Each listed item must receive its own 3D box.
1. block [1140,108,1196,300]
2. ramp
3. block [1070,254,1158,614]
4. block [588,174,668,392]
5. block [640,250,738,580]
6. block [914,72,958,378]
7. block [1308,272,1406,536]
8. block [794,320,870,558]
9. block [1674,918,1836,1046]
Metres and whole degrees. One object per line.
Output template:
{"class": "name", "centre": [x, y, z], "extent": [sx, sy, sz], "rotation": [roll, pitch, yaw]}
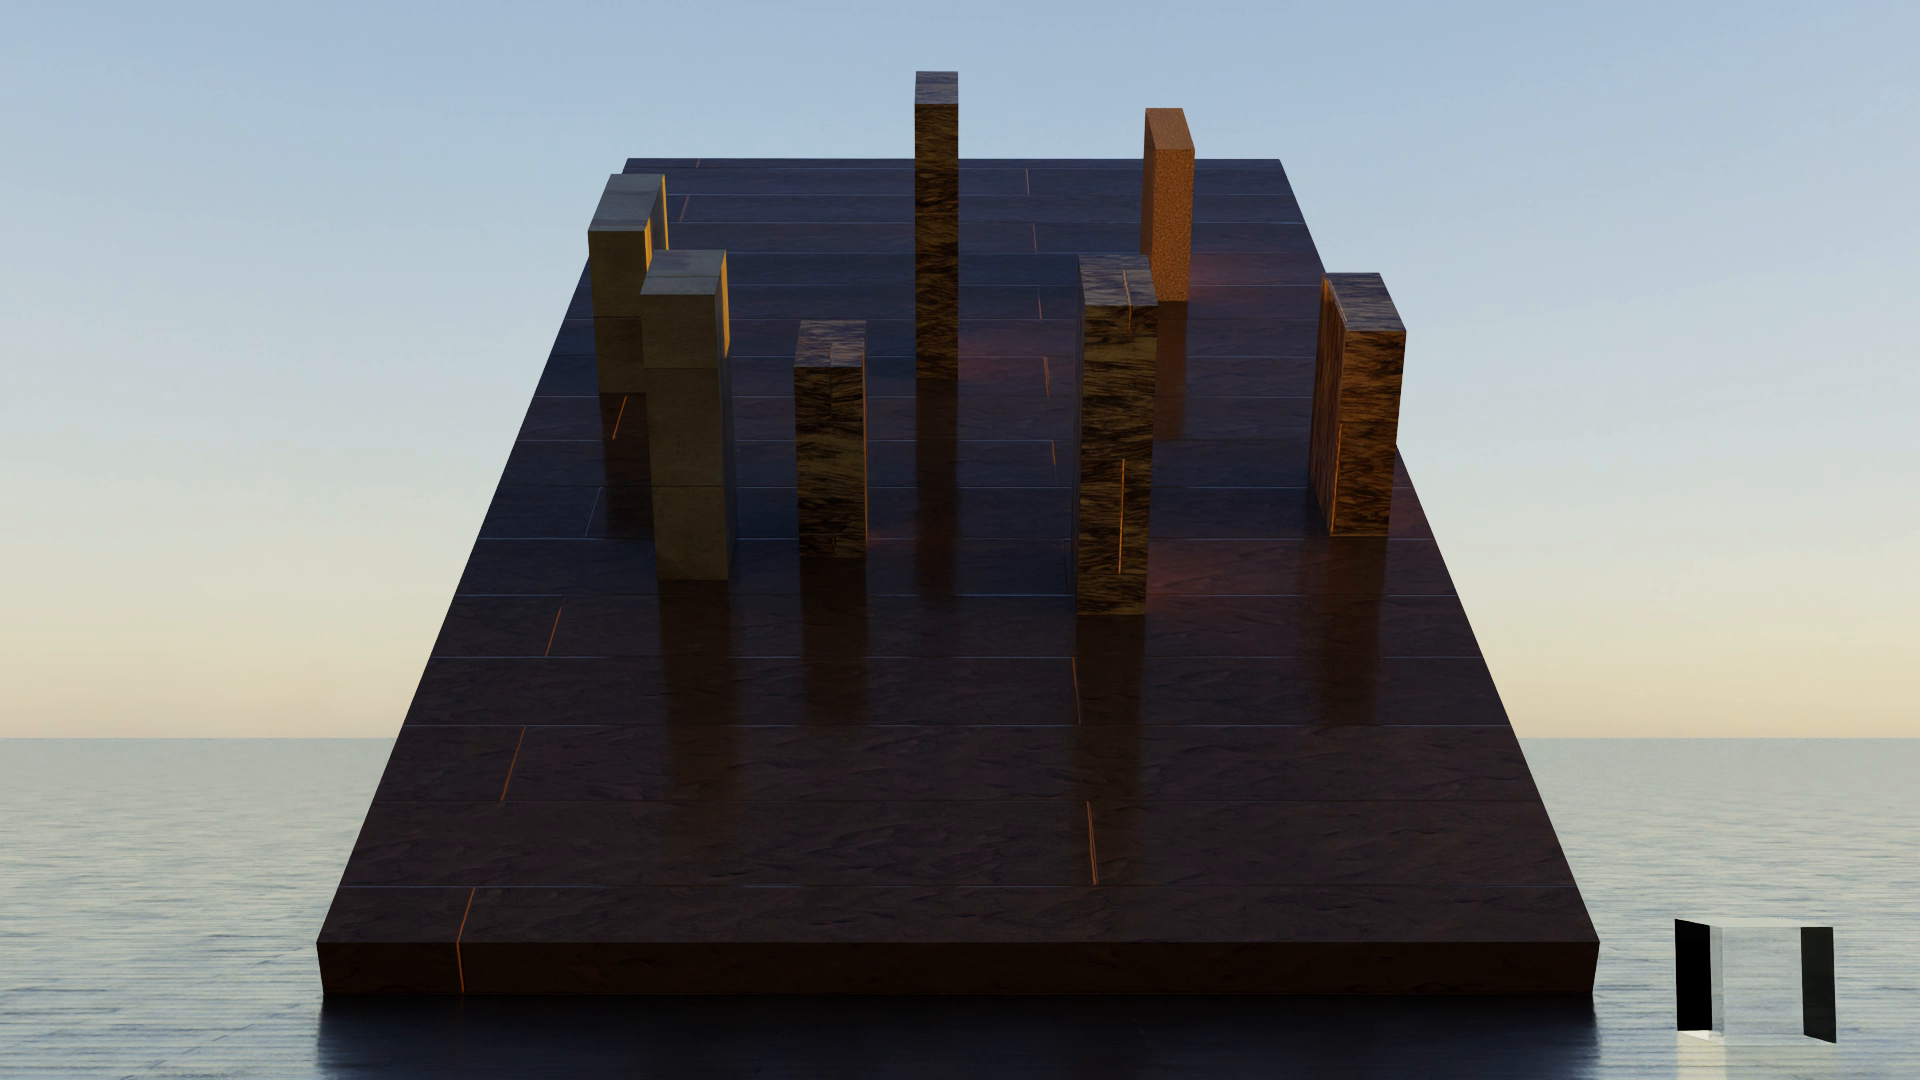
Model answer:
{"class": "block", "centre": [0.545, -0.889, 6.248], "extent": [0.099, 0.409, 0.365], "rotation": [0, 27, 0]}
{"class": "ramp", "centre": [-0.010, -0.227, 5.495], "extent": [2.000, 0.100, 4.000], "rotation": [0, 27, 0]}
{"class": "block", "centre": [0.297, -0.204, 4.620], "extent": [0.134, 0.646, 0.274], "rotation": [0, 27, 0]}
{"class": "block", "centre": [-0.793, -0.626, 5.723], "extent": [0.132, 0.403, 0.423], "rotation": [0, 27, 0]}
{"class": "block", "centre": [-0.538, -0.249, 4.744], "extent": [0.142, 0.611, 0.250], "rotation": [0, 27, 0]}
{"class": "block", "centre": [-0.055, -0.753, 5.674], "extent": [0.101, 0.679, 0.276], "rotation": [0, 27, 0]}
{"class": "block", "centre": [0.834, -0.290, 5.001], "extent": [0.121, 0.459, 0.339], "rotation": [0, 27, 0]}
{"class": "block", "centre": [-0.262, -0.209, 4.875], "extent": [0.135, 0.422, 0.249], "rotation": [0, 27, 0]}
{"class": "block", "centre": [1.076, 0.596, 3.208], "extent": [0.154, 0.154, 0.154], "rotation": [0, -5, -6]}
